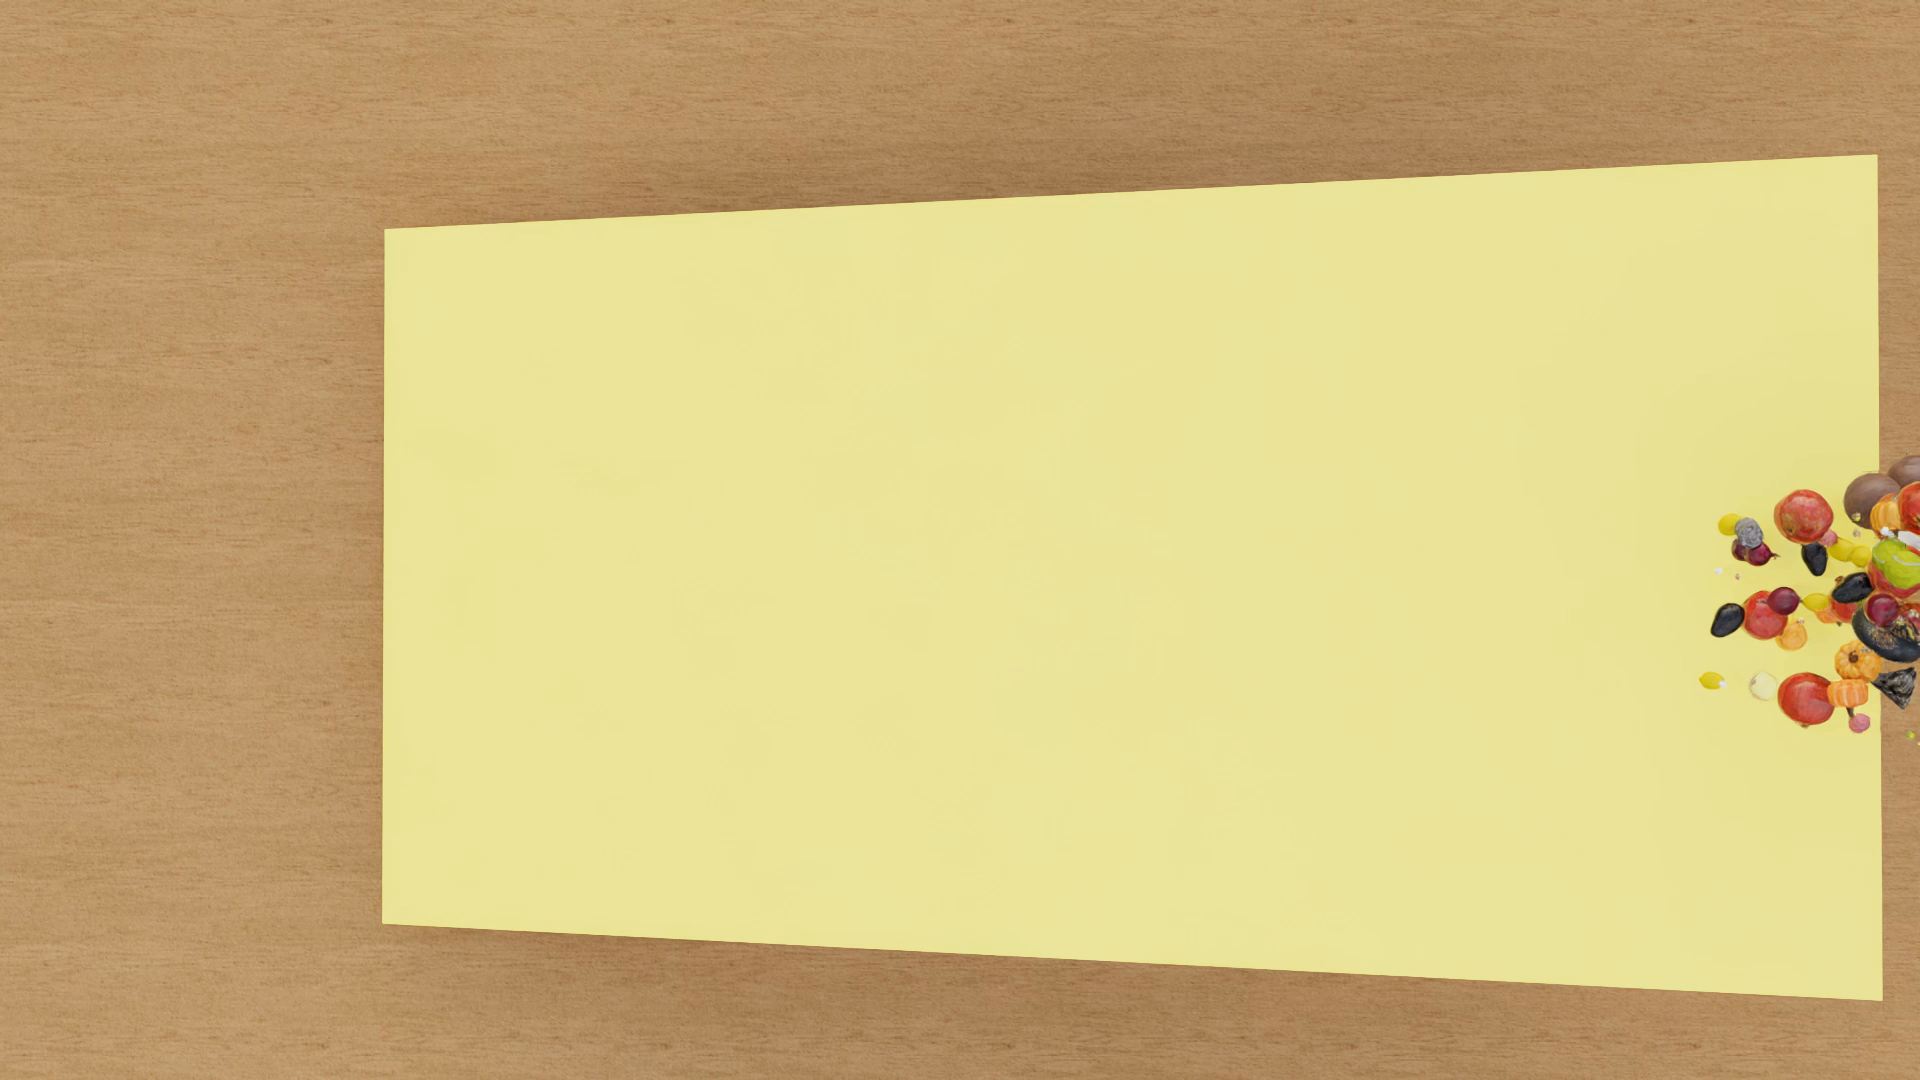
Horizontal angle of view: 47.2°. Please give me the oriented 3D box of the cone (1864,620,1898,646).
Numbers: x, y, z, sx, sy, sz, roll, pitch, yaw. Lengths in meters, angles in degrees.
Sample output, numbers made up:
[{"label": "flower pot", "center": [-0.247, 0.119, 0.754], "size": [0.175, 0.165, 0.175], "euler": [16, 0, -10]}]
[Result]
[{"label": "cone", "center": [1.899, 0.203, 4.556], "size": [0.061, 0.061, 0.061], "euler": [-29, 89, 32]}]

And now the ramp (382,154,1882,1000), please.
[{"label": "ramp", "center": [0.271, 0.095, 5.815], "size": [4.000, 0.100, 2.000], "euler": [0, 89, 17]}]

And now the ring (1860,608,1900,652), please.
[{"label": "ring", "center": [2.133, 0.209, 5.090], "size": [0.037, 0.112, 0.112], "euler": [27, 89, -33]}]

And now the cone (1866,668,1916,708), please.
[{"label": "cone", "center": [1.954, 0.302, 4.642], "size": [0.090, 0.090, 0.090], "euler": [14, 89, 9]}]

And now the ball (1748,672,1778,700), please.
[{"label": "ball", "center": [1.813, 0.331, 4.960], "size": [0.065, 0.065, 0.065], "euler": [0, 89, 0]}]

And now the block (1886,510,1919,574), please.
[{"label": "block", "center": [2.073, 0.008, 4.729], "size": [0.092, 0.092, 0.092], "euler": [-38, 108, 18]}]

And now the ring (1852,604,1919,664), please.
[{"label": "ring", "center": [1.754, 0.177, 4.157], "size": [0.143, 0.143, 0.048], "euler": [24, 125, 0]}]

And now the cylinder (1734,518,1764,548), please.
[{"label": "cylinder", "center": [1.805, -0.016, 5.030], "size": [0.054, 0.054, 0.054], "euler": [3, 112, 7]}]
